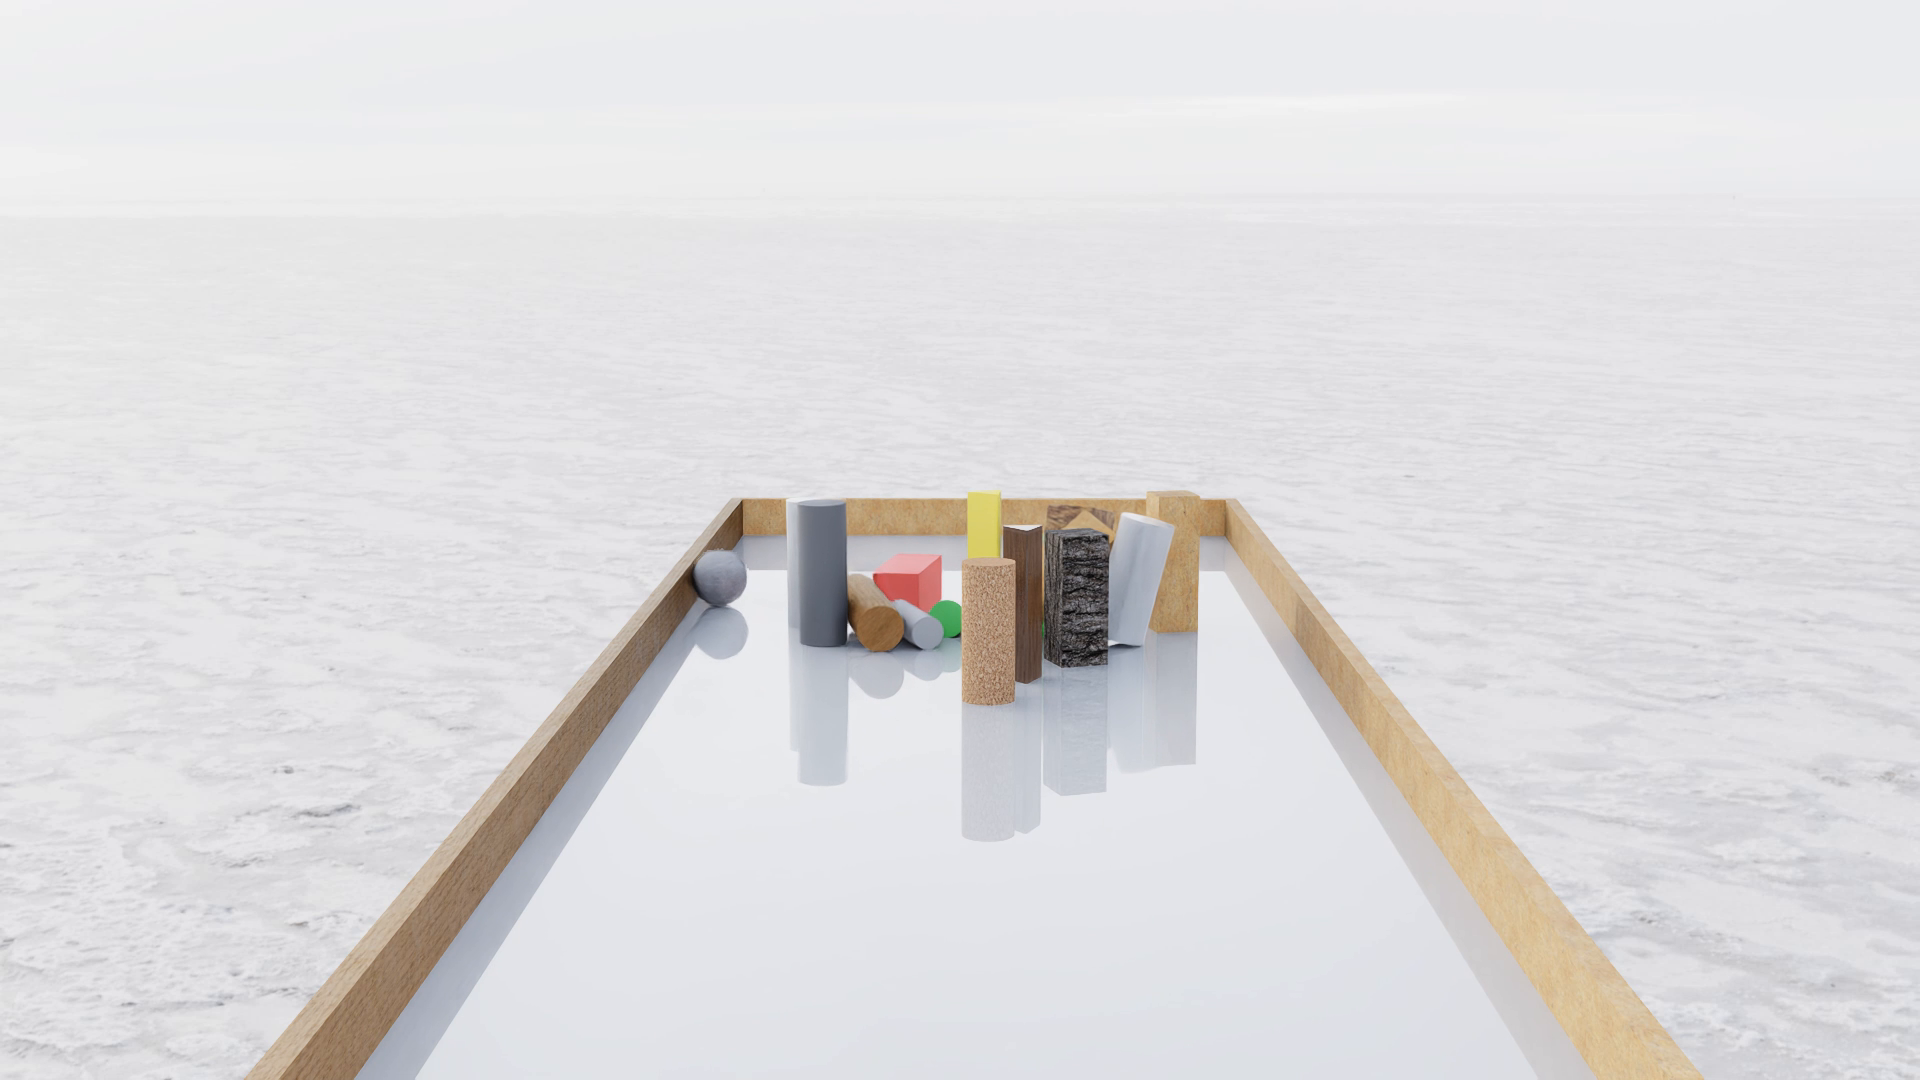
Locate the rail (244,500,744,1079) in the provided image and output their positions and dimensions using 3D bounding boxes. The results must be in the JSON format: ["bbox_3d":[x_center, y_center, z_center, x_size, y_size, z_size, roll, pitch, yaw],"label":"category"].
[{"bbox_3d":[-1.004,0.839,3.234,0.050,0.150,12.000,0,9,1],"label":"rail"}]

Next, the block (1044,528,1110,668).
[{"bbox_3d":[0.351,0.173,6.650,0.149,0.396,0.149,-3,10,-19],"label":"block"}]

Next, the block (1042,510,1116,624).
[{"bbox_3d":[0.289,0.120,6.932,0.141,0.141,0.457,40,65,20],"label":"block"}]

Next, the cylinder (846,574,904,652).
[{"bbox_3d":[-0.293,0.229,7.017,0.148,0.148,0.452,-2,12,-12],"label":"cylinder"}]

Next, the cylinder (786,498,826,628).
[{"bbox_3d":[-0.501,0.074,7.212,0.133,0.416,0.133,0,9,0],"label":"cylinder"}]

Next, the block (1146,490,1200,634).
[{"bbox_3d":[0.690,0.069,7.156,0.138,0.444,0.138,-2,9,-12],"label":"block"}]

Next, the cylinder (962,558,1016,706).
[{"bbox_3d":[0.079,0.254,6.152,0.150,0.392,0.150,0,9,0],"label":"cylinder"}]

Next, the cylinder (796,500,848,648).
[{"bbox_3d":[-0.433,0.104,6.927,0.153,0.446,0.153,0,9,0],"label":"cylinder"}]

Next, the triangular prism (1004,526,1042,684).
[{"bbox_3d":[0.199,0.183,6.415,0.098,0.450,0.113,-6,11,-35],"label":"triangular prism"}]

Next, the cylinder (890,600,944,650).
[{"bbox_3d":[-0.147,0.267,6.997,0.103,0.103,0.308,-3,9,-18],"label":"cylinder"}]

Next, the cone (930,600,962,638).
[{"bbox_3d":[-0.007,0.251,7.236,0.120,0.120,0.404,2,1,10],"label":"cone"}]

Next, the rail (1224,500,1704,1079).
[{"bbox_3d":[1.046,0.843,3.208,0.050,0.150,12.000,0,9,1],"label":"rail"}]

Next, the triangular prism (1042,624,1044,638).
[{"bbox_3d":[0.272,0.153,7.067,0.091,0.335,0.078,23,-28,-25],"label":"triangular prism"}]

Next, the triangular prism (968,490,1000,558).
[{"bbox_3d":[0.103,0.060,7.221,0.119,0.442,0.103,6,11,34],"label":"triangular prism"}]

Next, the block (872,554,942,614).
[{"bbox_3d":[-0.178,0.158,7.508,0.158,0.158,0.397,2,9,11],"label":"block"}]

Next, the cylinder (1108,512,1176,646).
[{"bbox_3d":[0.543,0.122,6.913,0.174,0.384,0.174,14,9,-2],"label":"cylinder"}]

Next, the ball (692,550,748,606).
[{"bbox_3d":[-0.827,0.131,7.577,0.190,0.190,0.190,0,9,0],"label":"ball"}]

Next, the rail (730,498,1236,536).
[{"bbox_3d":[0.099,-0.098,9.147,2.100,0.150,0.050,0,9,1],"label":"rail"}]

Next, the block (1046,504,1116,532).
[{"bbox_3d":[0.378,0.082,7.204,0.164,0.375,0.164,5,-3,30],"label":"block"}]
